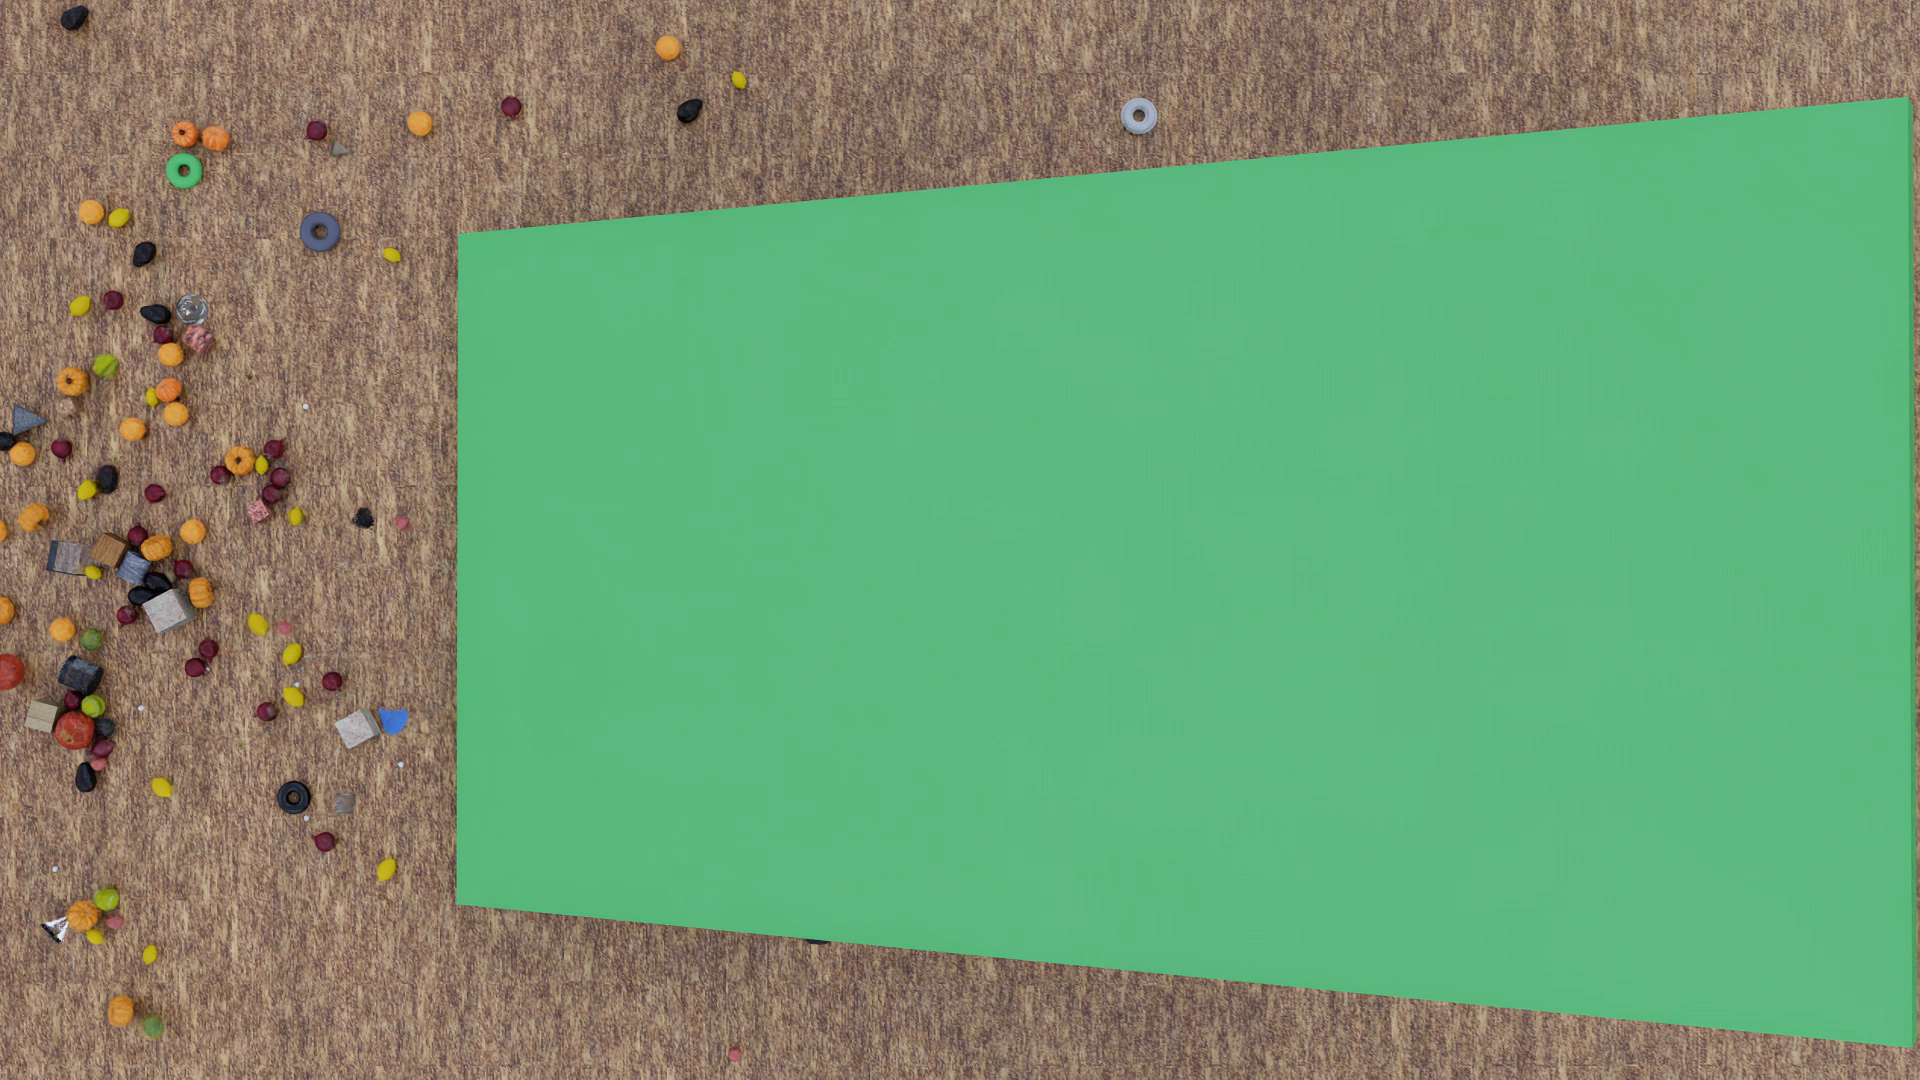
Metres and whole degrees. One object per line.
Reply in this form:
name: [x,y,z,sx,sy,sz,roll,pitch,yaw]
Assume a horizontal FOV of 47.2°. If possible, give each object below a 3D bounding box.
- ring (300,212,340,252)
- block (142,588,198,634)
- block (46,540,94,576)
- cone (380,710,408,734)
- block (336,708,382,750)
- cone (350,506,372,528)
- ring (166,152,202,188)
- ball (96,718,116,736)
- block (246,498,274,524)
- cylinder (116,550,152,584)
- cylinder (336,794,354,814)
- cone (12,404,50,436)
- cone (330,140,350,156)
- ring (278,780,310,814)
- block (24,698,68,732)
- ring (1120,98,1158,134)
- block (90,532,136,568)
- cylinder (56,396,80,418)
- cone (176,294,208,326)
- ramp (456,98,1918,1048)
ring: [-1.932,-0.931,6.642,0.124,0.041,0.124,0,90,-1]
block: [-2.371,0.212,6.601,0.098,0.098,0.098,-28,89,0]
block: [-2.673,0.054,6.606,0.092,0.092,0.092,10,89,0]
cone: [-1.725,0.530,6.629,0.083,0.083,0.083,29,89,27]
block: [-1.807,0.565,6.603,0.088,0.088,0.088,-28,89,0]
cone: [-1.820,-0.062,6.639,0.065,0.065,0.065,-13,89,27]
ring: [-2.344,-1.116,6.646,0.109,0.036,0.109,0,90,-1]
ball: [-2.570,0.565,6.619,0.055,0.055,0.055,0,89,0]
block: [-2.109,-0.086,6.626,0.054,0.054,0.054,-31,90,0]
cylinder: [-2.482,0.083,6.613,0.079,0.079,0.079,27,89,0]
cylinder: [-1.850,0.792,6.617,0.055,0.055,0.055,1,89,0]
cone: [-2.800,-0.361,6.634,0.099,0.099,0.099,1,89,-27]
cone: [-1.870,-1.180,6.652,0.056,0.056,0.056,11,89,-27]
ring: [-2.007,0.776,6.628,0.101,0.034,0.101,0,91,0]
block: [-2.745,0.528,6.607,0.080,0.080,0.080,15,89,0]
ring: [0.541,-1.282,6.647,0.110,0.037,0.110,0,89,-1]
block: [-2.548,0.031,6.612,0.080,0.080,0.080,27,89,0]
cylinder: [-2.691,-0.401,6.631,0.050,0.050,0.050,-24,89,0]
cone: [-2.326,-0.698,6.610,0.099,0.099,0.099,0,89,0]
ramp: [0.273,0.076,5.639,4.000,0.100,2.000,0,89,29]
